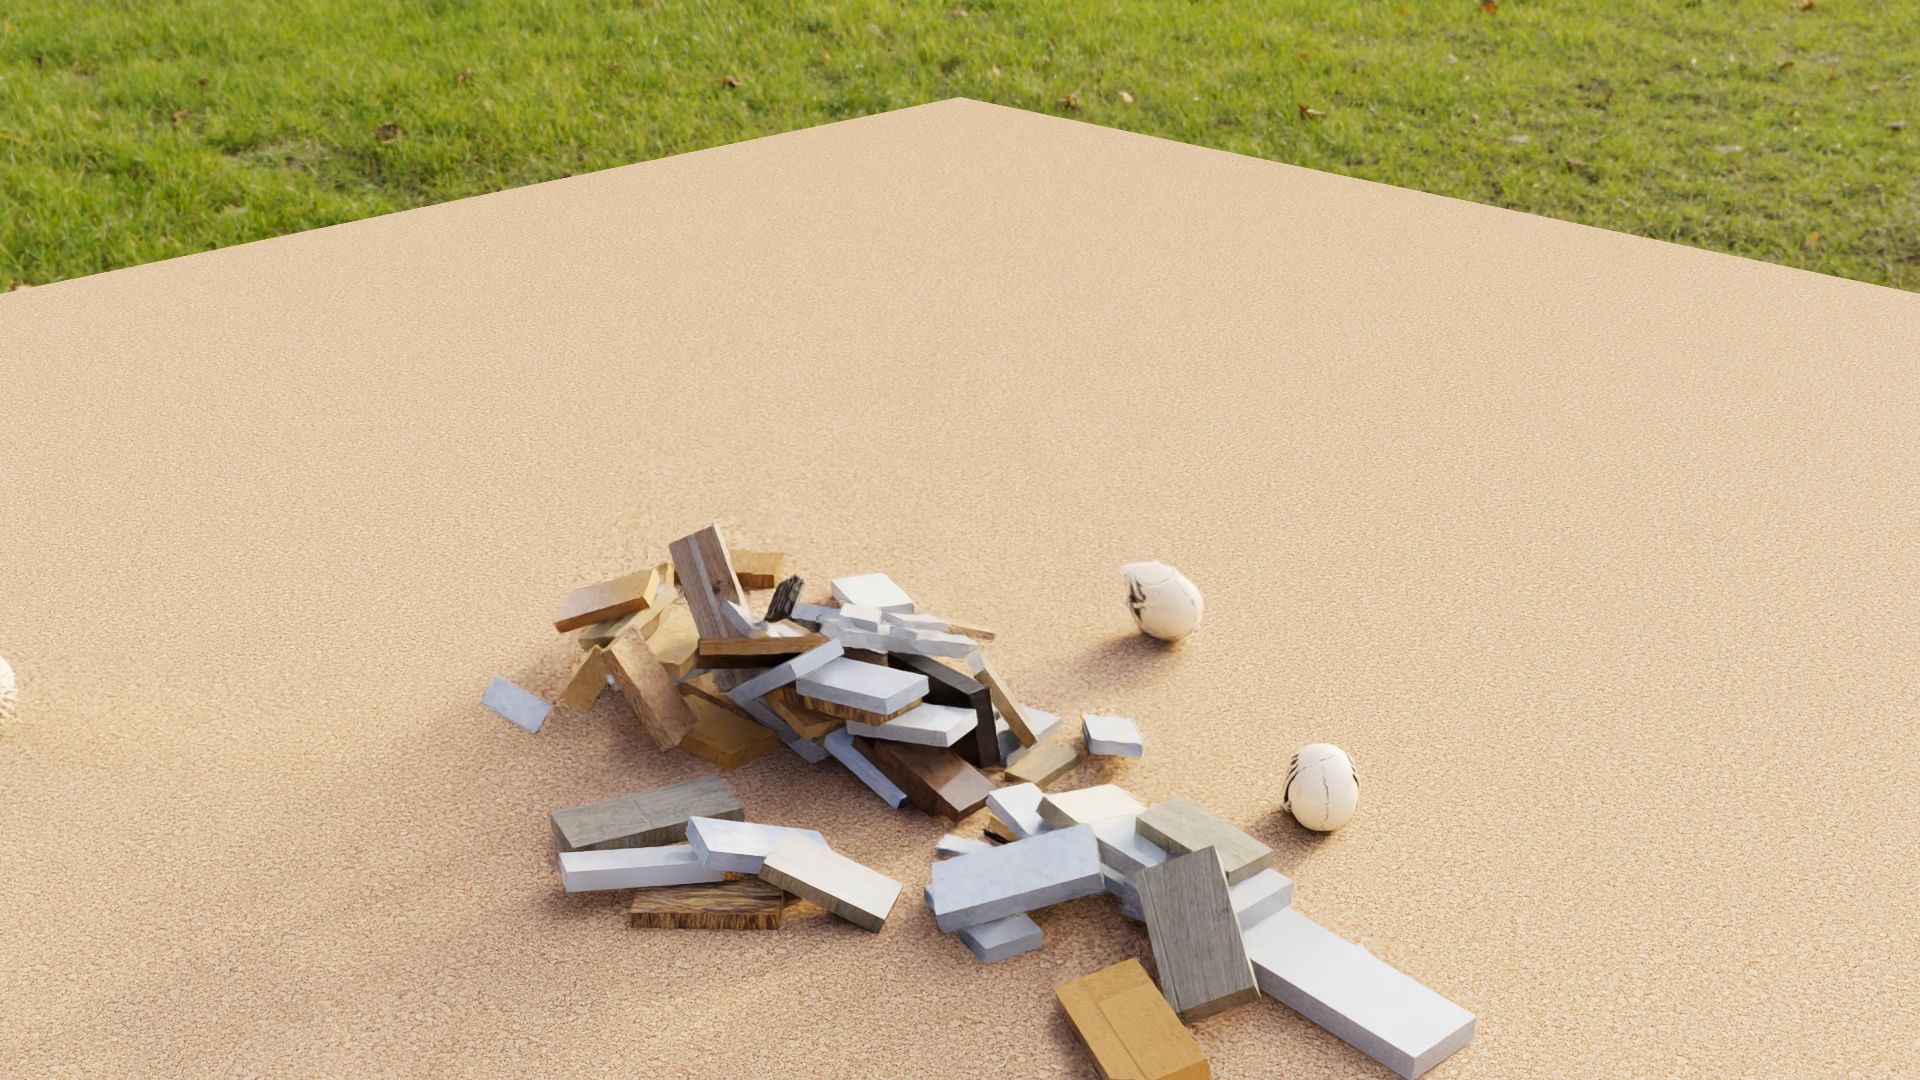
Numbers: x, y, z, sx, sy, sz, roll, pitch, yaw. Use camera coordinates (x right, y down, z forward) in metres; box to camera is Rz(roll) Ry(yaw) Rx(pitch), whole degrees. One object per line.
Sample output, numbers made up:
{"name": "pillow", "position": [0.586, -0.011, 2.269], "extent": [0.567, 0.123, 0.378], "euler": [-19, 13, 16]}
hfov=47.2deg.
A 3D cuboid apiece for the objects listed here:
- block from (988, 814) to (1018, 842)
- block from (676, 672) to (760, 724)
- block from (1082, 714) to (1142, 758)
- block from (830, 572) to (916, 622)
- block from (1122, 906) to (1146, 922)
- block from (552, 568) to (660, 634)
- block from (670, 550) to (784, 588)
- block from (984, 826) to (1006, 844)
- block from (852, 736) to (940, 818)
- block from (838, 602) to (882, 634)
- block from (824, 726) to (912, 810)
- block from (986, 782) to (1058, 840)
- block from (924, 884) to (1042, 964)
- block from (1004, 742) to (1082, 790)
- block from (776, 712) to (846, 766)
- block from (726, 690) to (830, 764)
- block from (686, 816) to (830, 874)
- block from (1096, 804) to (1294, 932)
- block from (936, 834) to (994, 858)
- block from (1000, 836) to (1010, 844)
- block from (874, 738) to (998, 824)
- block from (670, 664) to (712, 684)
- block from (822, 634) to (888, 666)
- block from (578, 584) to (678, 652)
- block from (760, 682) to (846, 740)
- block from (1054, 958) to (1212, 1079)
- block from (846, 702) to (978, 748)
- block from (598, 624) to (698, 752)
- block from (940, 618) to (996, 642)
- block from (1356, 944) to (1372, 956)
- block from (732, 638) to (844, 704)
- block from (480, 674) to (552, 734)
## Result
{"name": "block", "position": [0.169, 0.583, 4.290], "extent": [0.209, 0.030, 0.104], "euler": [32, 36, 30]}
{"name": "block", "position": [-0.520, 0.329, 4.928], "extent": [0.324, 0.046, 0.162], "euler": [21, 31, 41]}
{"name": "block", "position": [0.321, 0.415, 4.665], "extent": [0.107, 0.030, 0.213], "euler": [6, 9, -3]}
{"name": "block", "position": [-0.213, 0.141, 5.335], "extent": [0.135, 0.038, 0.270], "euler": [-7, 17, -17]}
{"name": "block", "position": [0.355, 0.691, 4.076], "extent": [0.097, 0.014, 0.049], "euler": [15, 29, 27]}
{"name": "block", "position": [-0.807, 0.139, 5.024], "extent": [0.234, 0.033, 0.117], "euler": [-16, 30, 15]}
{"name": "block", "position": [-0.590, 0.071, 5.544], "extent": [0.270, 0.038, 0.135], "euler": [3, 23, 6]}
{"name": "block", "position": [0.102, 0.587, 4.358], "extent": [0.103, 0.015, 0.051], "euler": [21, 31, 40]}
{"name": "block", "position": [-0.095, 0.463, 4.514], "extent": [0.120, 0.034, 0.240], "euler": [-22, 51, -42]}
{"name": "block", "position": [-0.215, 0.168, 4.734], "extent": [0.084, 0.024, 0.168], "euler": [11, 7, -1]}
{"name": "block", "position": [-0.165, 0.460, 4.544], "extent": [0.221, 0.031, 0.111], "euler": [38, 40, 27]}
{"name": "block", "position": [0.152, 0.547, 4.225], "extent": [0.104, 0.030, 0.209], "euler": [-9, 36, -35]}
{"name": "block", "position": [0.041, 0.696, 4.074], "extent": [0.120, 0.034, 0.239], "euler": [-13, 26, -26]}
{"name": "block", "position": [0.175, 0.476, 4.609], "extent": [0.081, 0.023, 0.161], "euler": [17, 29, 35]}
{"name": "block", "position": [-0.272, 0.396, 4.664], "extent": [0.221, 0.031, 0.111], "euler": [32, 37, 31]}
{"name": "block", "position": [-0.364, 0.356, 4.776], "extent": [0.162, 0.046, 0.324], "euler": [-21, 43, -40]}
{"name": "block", "position": [-0.377, 0.592, 4.207], "extent": [0.271, 0.038, 0.135], "euler": [11, 17, -27]}
{"name": "block", "position": [0.429, 0.609, 4.068], "extent": [0.171, 0.048, 0.341], "euler": [-20, 33, -38]}
{"name": "block", "position": [0.009, 0.606, 4.315], "extent": [0.103, 0.015, 0.051], "euler": [9, 25, 21]}
{"name": "block", "position": [0.136, 0.592, 4.312], "extent": [0.103, 0.015, 0.051], "euler": [25, 34, 21]}
{"name": "block", "position": [-0.049, 0.468, 4.467], "extent": [0.240, 0.034, 0.120], "euler": [38, 40, 27]}
{"name": "block", "position": [-0.642, 0.249, 4.952], "extent": [0.162, 0.046, 0.324], "euler": [-22, 18, -11]}
{"name": "block", "position": [-0.240, 0.244, 4.924], "extent": [0.152, 0.043, 0.304], "euler": [20, 0, -3]}
{"name": "block", "position": [-0.754, 0.175, 5.003], "extent": [0.115, 0.033, 0.229], "euler": [-8, 25, 36]}
{"name": "block", "position": [-0.332, 0.344, 4.659], "extent": [0.111, 0.031, 0.221], "euler": [-13, 32, -30]}
{"name": "block", "position": [0.287, 0.830, 3.705], "extent": [0.154, 0.044, 0.309], "euler": [-19, 27, -11]}
{"name": "block", "position": [-0.099, 0.372, 4.497], "extent": [0.240, 0.034, 0.120], "euler": [5, 20, 31]}
{"name": "block", "position": [-0.656, 0.312, 4.637], "extent": [0.035, 0.247, 0.124], "euler": [-26, 13, 25]}
{"name": "block", "position": [0.009, 0.198, 4.880], "extent": [0.128, 0.018, 0.064], "euler": [12, 6, -27]}
{"name": "block", "position": [0.723, 0.761, 3.945], "extent": [0.046, 0.013, 0.092], "euler": [-9, 27, -20]}
{"name": "block", "position": [-0.357, 0.272, 4.554], "extent": [0.128, 0.036, 0.256], "euler": [-27, 0, -36]}
{"name": "block", "position": [-0.961, 0.356, 4.762], "extent": [0.137, 0.068, 0.019], "euler": [30, -12, -3]}
